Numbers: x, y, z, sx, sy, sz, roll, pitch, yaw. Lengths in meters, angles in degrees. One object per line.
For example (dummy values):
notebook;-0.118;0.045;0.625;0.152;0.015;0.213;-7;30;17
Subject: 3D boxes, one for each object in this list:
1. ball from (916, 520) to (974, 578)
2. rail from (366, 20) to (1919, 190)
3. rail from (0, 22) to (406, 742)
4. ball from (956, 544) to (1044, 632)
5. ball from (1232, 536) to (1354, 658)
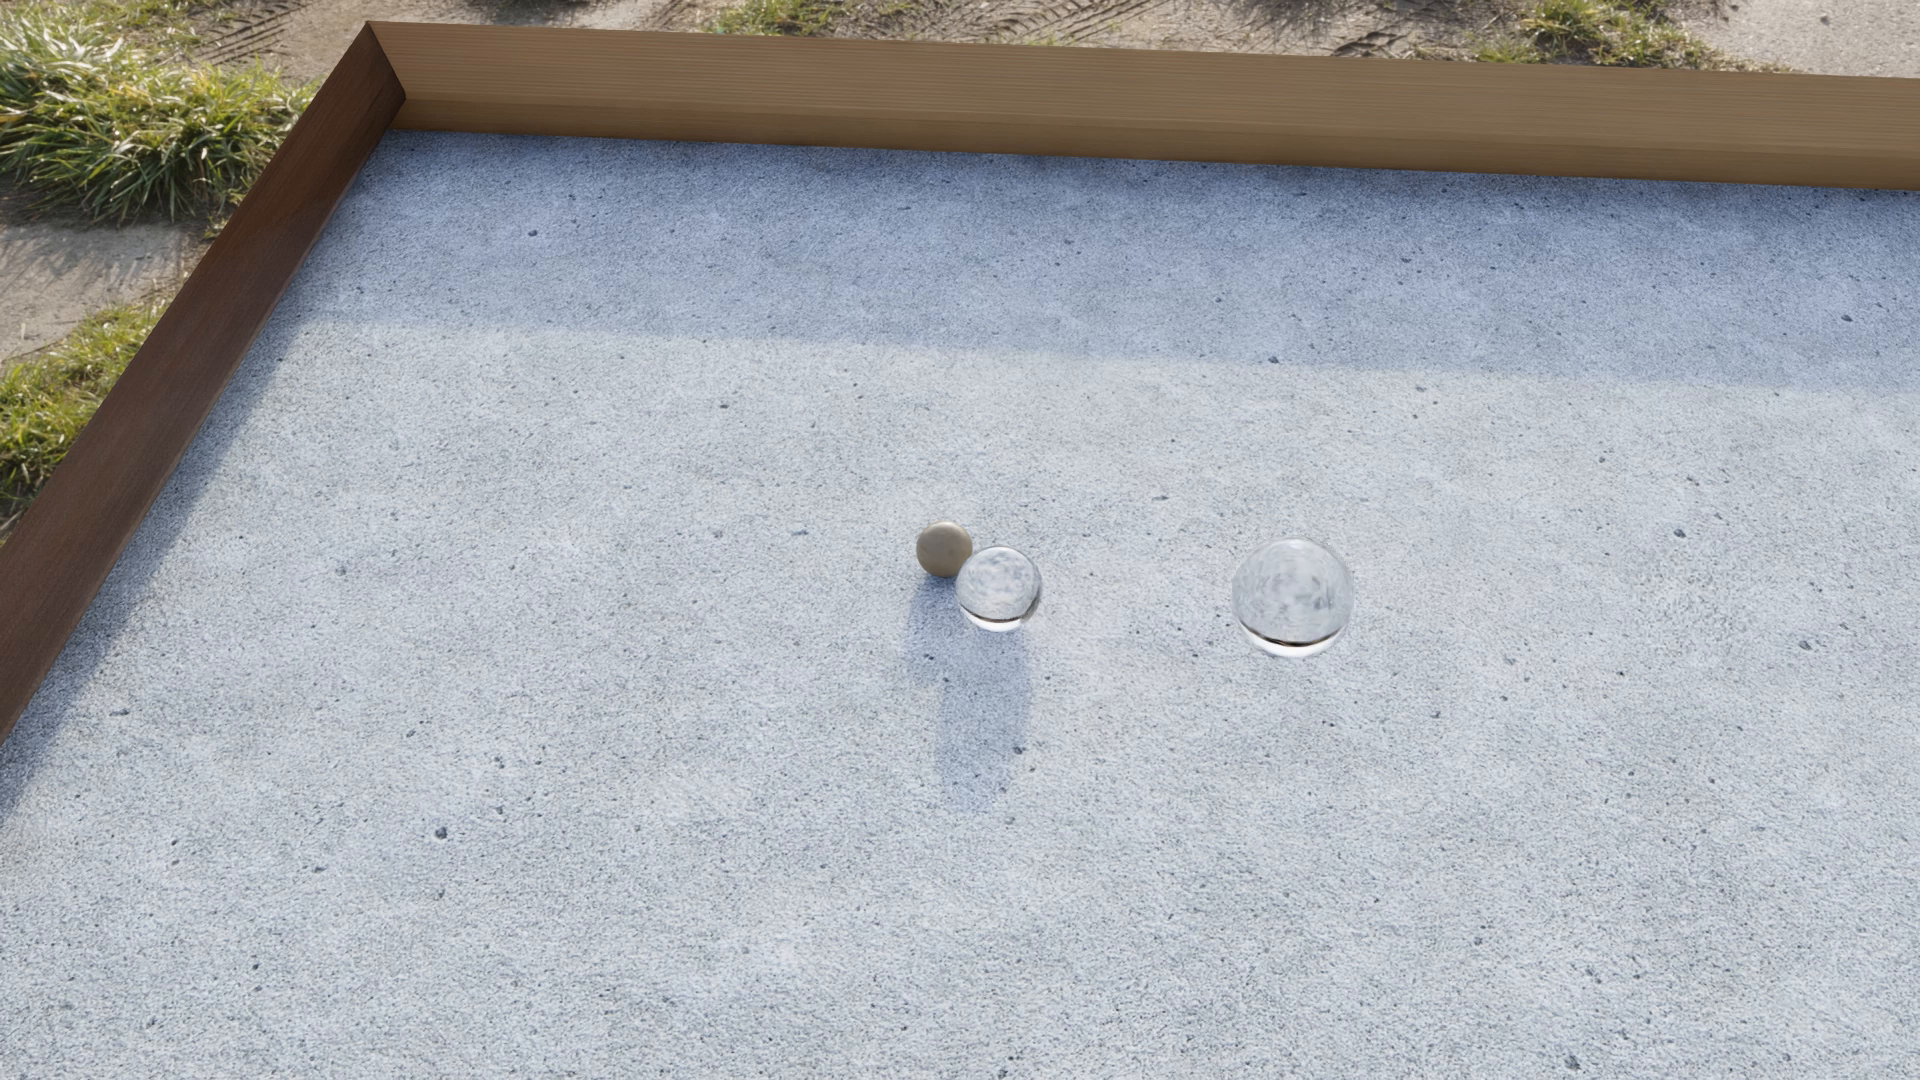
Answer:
ball;-0.012;0.007;1.972;0.044;0.044;0.044;0;35;0
rail;0.722;-0.390;2.479;2.647;0.117;0.045;3;35;4
rail;-0.635;-0.059;2.001;0.045;0.117;1.450;3;35;4
ball;0.029;0.036;1.911;0.066;0.066;0.066;0;35;0
ball;0.244;0.042;1.881;0.090;0.090;0.090;0;35;0
